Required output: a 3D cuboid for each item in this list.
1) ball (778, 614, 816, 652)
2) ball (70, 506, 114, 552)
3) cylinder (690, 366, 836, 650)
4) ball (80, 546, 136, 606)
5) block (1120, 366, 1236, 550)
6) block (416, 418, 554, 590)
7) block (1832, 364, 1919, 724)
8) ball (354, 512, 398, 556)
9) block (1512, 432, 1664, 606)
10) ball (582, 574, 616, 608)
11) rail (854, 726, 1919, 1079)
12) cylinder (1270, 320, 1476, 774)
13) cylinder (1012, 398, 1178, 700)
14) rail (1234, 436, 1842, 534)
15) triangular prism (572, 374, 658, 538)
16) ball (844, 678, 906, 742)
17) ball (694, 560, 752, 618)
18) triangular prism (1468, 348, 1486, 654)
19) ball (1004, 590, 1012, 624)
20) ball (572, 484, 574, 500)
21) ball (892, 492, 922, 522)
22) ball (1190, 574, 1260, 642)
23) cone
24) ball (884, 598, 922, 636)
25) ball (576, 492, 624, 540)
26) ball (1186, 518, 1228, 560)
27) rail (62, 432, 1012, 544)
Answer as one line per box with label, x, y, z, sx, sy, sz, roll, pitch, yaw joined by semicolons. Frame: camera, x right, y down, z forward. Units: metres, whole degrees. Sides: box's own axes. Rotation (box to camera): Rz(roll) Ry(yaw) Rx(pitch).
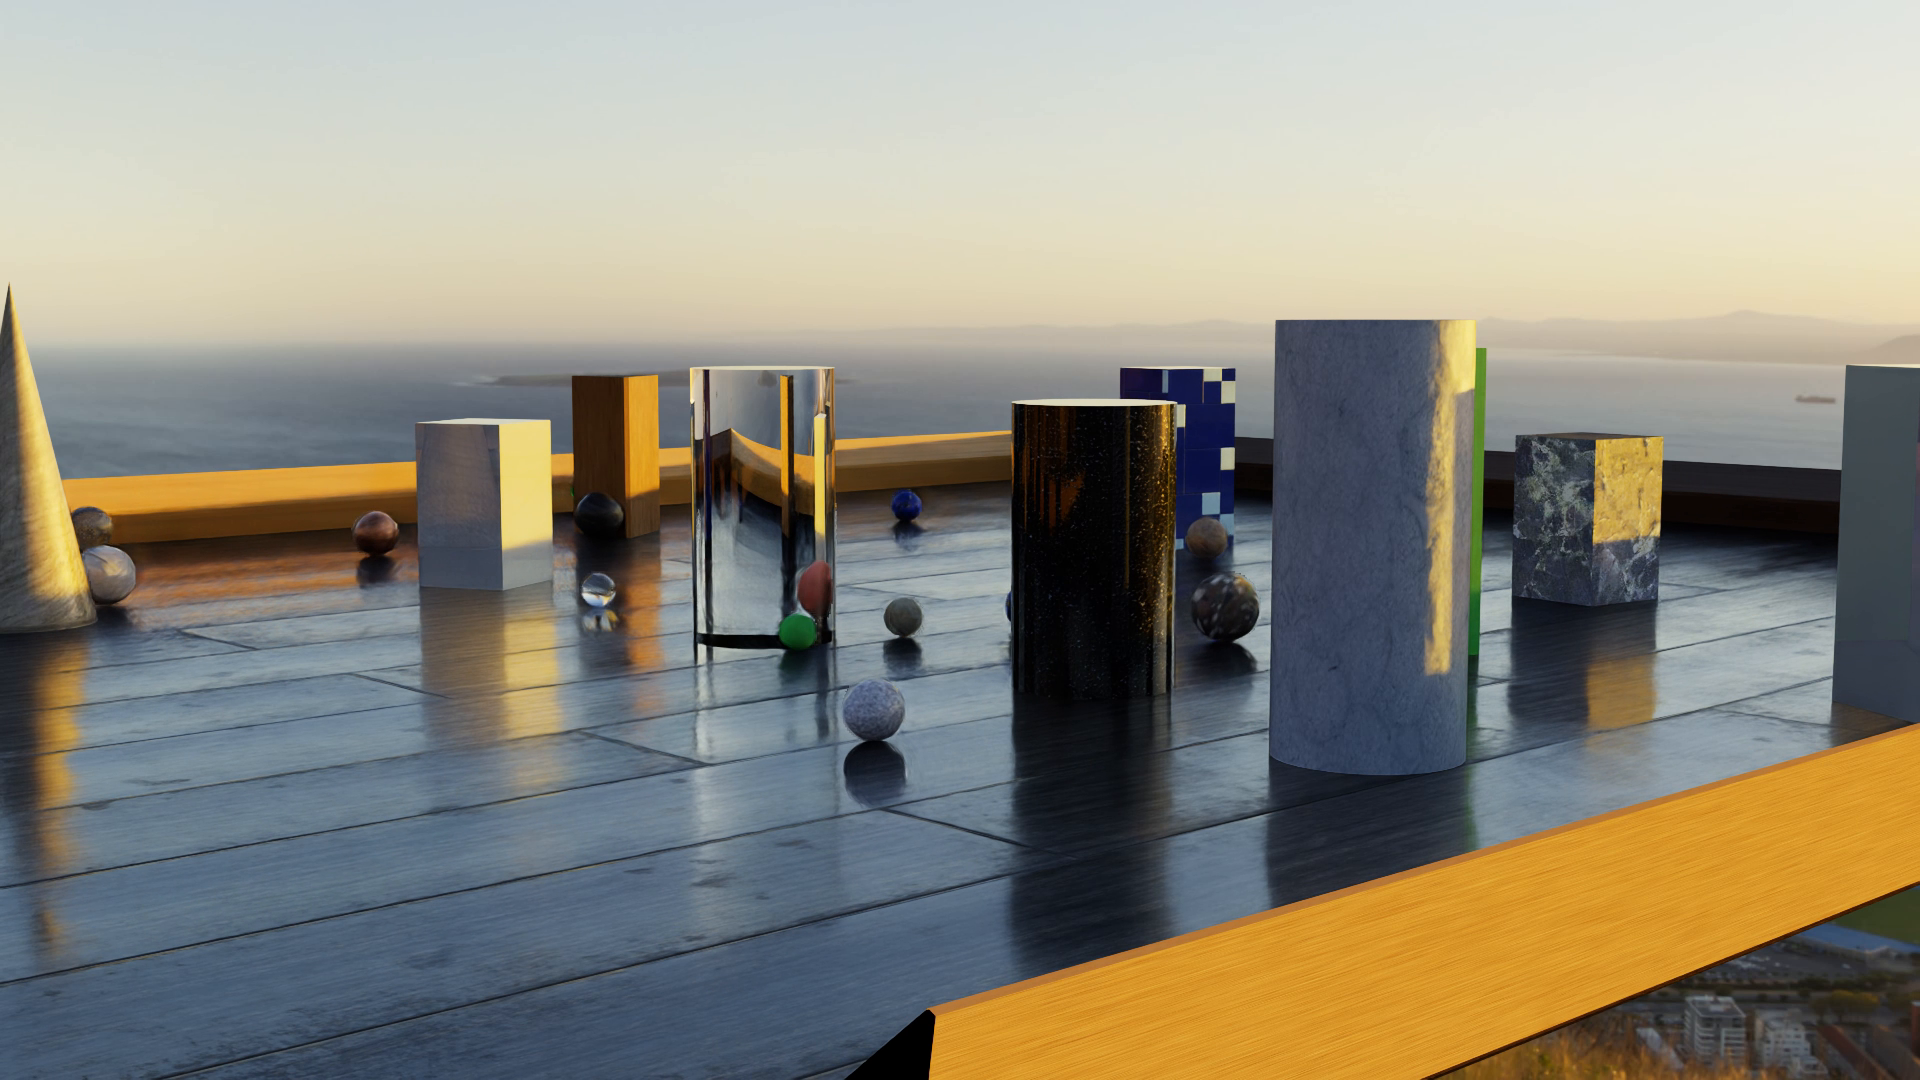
ball;-0.213;0.121;2.875;0.049;0.049;0.049;0;6;0
ball;-1.608;-0.021;4.059;0.085;0.085;0.085;0;6;0
cylinder;-0.265;-0.049;2.969;0.194;0.366;0.194;0;6;0
ball;-1.291;0.054;3.319;0.090;0.090;0.090;0;6;0
block;0.411;-0.159;4.176;0.156;0.335;0.156;-4;7;-30
block;-0.773;-0.061;3.582;0.156;0.264;0.156;2;6;20
block;1.091;-0.001;2.437;0.156;0.382;0.156;-2;6;-14
ball;-1.060;-0.012;3.994;0.079;0.079;0.079;0;6;0
block;0.970;-0.036;3.405;0.156;0.250;0.156;-4;7;-34
ball;-0.542;0.076;3.295;0.051;0.051;0.051;0;6;0
rail;1.144;0.162;2.099;3.975;0.126;0.045;-5;8;-42
cylinder;0.408;-0.001;2.184;0.194;0.434;0.194;0;6;0
cylinder;0.157;0.005;2.599;0.194;0.336;0.194;0;6;0
rail;1.443;-0.106;4.657;0.045;0.126;3.422;-5;8;-42
triangular prism;-0.660;-0.171;4.391;0.168;0.313;0.146;5;8;42
ball;-0.088;0.176;2.275;0.065;0.065;0.065;0;6;0
ball;-0.342;0.071;3.174;0.086;0.086;0.086;0;6;0
triangular prism;0.566;-0.052;2.861;0.168;0.395;0.146;-3;7;-25
ball;0.096;0.093;3.052;0.068;0.068;0.068;0;6;0
ball;-0.797;-0.105;4.792;0.097;0.097;0.097;0;6;0
ball;-0.113;-0.071;4.632;0.064;0.064;0.064;0;6;0
ball;0.356;0.091;2.956;0.092;0.092;0.092;0;6;0
cone;-1.331;-0.122;3.102;0.194;0.485;0.194;0;6;0
ball;-0.077;0.106;2.999;0.053;0.053;0.053;0;6;0
ball;-0.701;-0.048;4.273;0.092;0.092;0.092;0;6;0
ball;0.441;-0.002;3.926;0.075;0.075;0.075;0;6;0
rail;-1.144;-0.096;4.565;3.975;0.126;0.045;-5;8;-42
